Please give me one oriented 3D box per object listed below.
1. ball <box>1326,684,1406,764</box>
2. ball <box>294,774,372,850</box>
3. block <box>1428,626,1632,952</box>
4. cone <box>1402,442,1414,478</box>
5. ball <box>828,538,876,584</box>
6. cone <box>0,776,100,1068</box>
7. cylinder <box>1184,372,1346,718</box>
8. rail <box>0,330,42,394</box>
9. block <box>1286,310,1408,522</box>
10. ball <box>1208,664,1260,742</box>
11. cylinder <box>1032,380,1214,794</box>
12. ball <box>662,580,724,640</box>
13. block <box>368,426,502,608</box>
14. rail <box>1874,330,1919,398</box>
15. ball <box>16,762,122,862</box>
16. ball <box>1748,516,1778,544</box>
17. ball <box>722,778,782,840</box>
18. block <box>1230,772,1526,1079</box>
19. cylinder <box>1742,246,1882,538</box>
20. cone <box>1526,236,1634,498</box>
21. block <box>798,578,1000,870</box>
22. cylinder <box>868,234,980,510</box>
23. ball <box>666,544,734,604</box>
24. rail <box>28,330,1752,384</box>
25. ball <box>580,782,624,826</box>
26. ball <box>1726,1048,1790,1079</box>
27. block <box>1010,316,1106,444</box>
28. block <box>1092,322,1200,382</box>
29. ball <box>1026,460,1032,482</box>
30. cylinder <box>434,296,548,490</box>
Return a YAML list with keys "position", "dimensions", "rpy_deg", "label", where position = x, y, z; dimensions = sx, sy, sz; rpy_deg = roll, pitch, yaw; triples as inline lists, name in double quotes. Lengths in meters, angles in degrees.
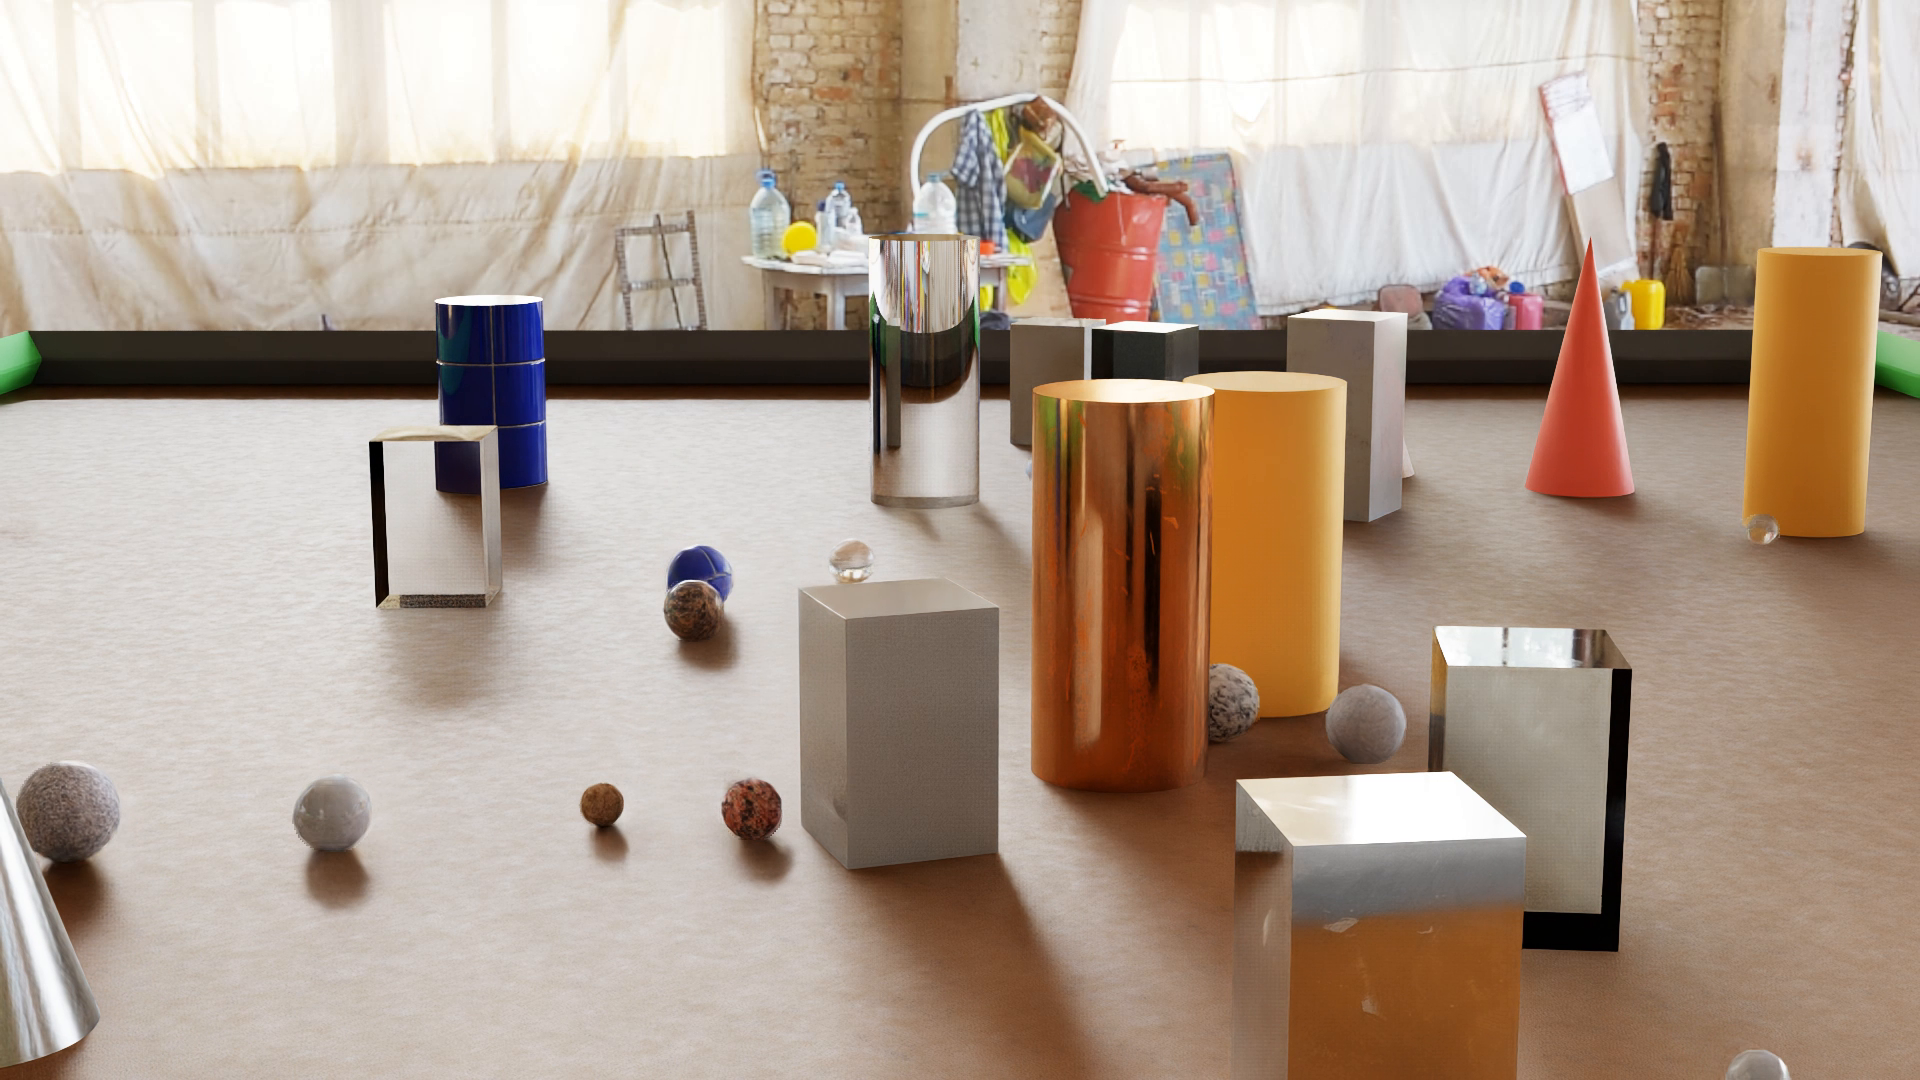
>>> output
- position: [0.425, 0.193, 2.691]
  dimensions: [0.082, 0.082, 0.082]
  rpy_deg: [0, 11, 0]
  label: "ball"
- position: [-0.585, 0.254, 2.393]
  dimensions: [0.071, 0.071, 0.071]
  rpy_deg: [0, 11, 0]
  label: "ball"
- position: [0.479, 0.208, 2.180]
  dimensions: [0.147, 0.240, 0.147]
  rpy_deg: [1, 11, 5]
  label: "block"
- position: [0.721, -0.260, 4.572]
  dimensions: [0.184, 0.281, 0.184]
  rpy_deg: [0, 11, 0]
  label: "cone"
- position: [-0.152, 0.031, 3.601]
  dimensions: [0.066, 0.066, 0.066]
  rpy_deg: [0, 11, 0]
  label: "ball"
- position: [-0.752, 0.224, 1.927]
  dimensions: [0.184, 0.302, 0.184]
  rpy_deg: [0, 11, 0]
  label: "cone"
- position: [0.345, 0.001, 2.938]
  dimensions: [0.184, 0.368, 0.184]
  rpy_deg: [0, 11, 0]
  label: "cylinder"
- position: [-2.082, 0.033, 3.438]
  dimensions: [0.045, 0.120, 4.886]
  rpy_deg: [0, 11, 0]
  label: "rail"
- position: [0.626, -0.205, 4.168]
  dimensions: [0.147, 0.321, 0.147]
  rpy_deg: [6, 12, 29]
  label: "block"
- position: [0.282, 0.176, 2.777]
  dimensions: [0.084, 0.084, 0.084]
  rpy_deg: [0, 11, 0]
  label: "ball"
- position: [0.166, 0.043, 2.636]
  dimensions: [0.184, 0.397, 0.184]
  rpy_deg: [0, 11, 0]
  label: "cylinder"
- position: [-0.339, 0.089, 3.261]
  dimensions: [0.077, 0.077, 0.077]
  rpy_deg: [0, 11, 0]
  label: "ball"
- position: [-0.714, -0.033, 3.506]
  dimensions: [0.147, 0.227, 0.147]
  rpy_deg: [0, 11, -1]
  label: "block"
- position: [2.082, 0.029, 3.461]
  dimensions: [0.045, 0.120, 4.886]
  rpy_deg: [0, 11, 0]
  label: "rail"
- position: [-0.820, 0.250, 2.359]
  dimensions: [0.092, 0.092, 0.092]
  rpy_deg: [0, 11, 0]
  label: "ball"
- position: [1.222, -0.015, 3.906]
  dimensions: [0.044, 0.044, 0.044]
  rpy_deg: [0, 11, 0]
  label: "ball"
- position: [-0.197, 0.254, 2.429]
  dimensions: [0.057, 0.057, 0.057]
  rpy_deg: [0, 11, 0]
  label: "ball"
- position: [0.267, 0.297, 1.667]
  dimensions: [0.147, 0.255, 0.147]
  rpy_deg: [-1, 11, -7]
  label: "block"
- position: [1.333, -0.235, 4.018]
  dimensions: [0.184, 0.434, 0.184]
  rpy_deg: [0, 11, 0]
  label: "cylinder"
- position: [1.068, -0.303, 4.382]
  dimensions: [0.184, 0.434, 0.184]
  rpy_deg: [0, 11, 0]
  label: "cone"
- position: [-0.059, 0.168, 2.411]
  dimensions: [0.147, 0.234, 0.147]
  rpy_deg: [-4, 11, -20]
  label: "block"
- position: [-0.059, -0.283, 4.267]
  dimensions: [0.184, 0.438, 0.184]
  rpy_deg: [0, 11, 0]
  label: "cylinder"
- position: [-0.347, 0.051, 3.428]
  dimensions: [0.090, 0.090, 0.090]
  rpy_deg: [0, 11, 0]
  label: "ball"
- position: [-0.014, -0.414, 5.828]
  dimensions: [4.212, 0.120, 0.045]
  rpy_deg: [0, 11, 0]
  label: "rail"
- position: [-0.344, 0.254, 2.471]
  dimensions: [0.042, 0.042, 0.042]
  rpy_deg: [0, 11, 0]
  label: "ball"
- position: [0.560, 0.379, 1.800]
  dimensions: [0.043, 0.043, 0.043]
  rpy_deg: [0, 11, 0]
  label: "ball"
- position: [0.189, -0.307, 4.957]
  dimensions: [0.147, 0.231, 0.147]
  rpy_deg: [4, 11, 19]
  label: "block"
- position: [0.339, -0.267, 4.702]
  dimensions: [0.147, 0.247, 0.147]
  rpy_deg: [6, 12, 29]
  label: "block"
- position: [0.141, -0.121, 4.451]
  dimensions: [0.052, 0.052, 0.052]
  rpy_deg: [0, 11, 0]
  label: "ball"
- position: [-0.815, -0.259, 4.466]
  dimensions: [0.184, 0.317, 0.184]
  rpy_deg: [0, 11, 0]
  label: "cylinder"
